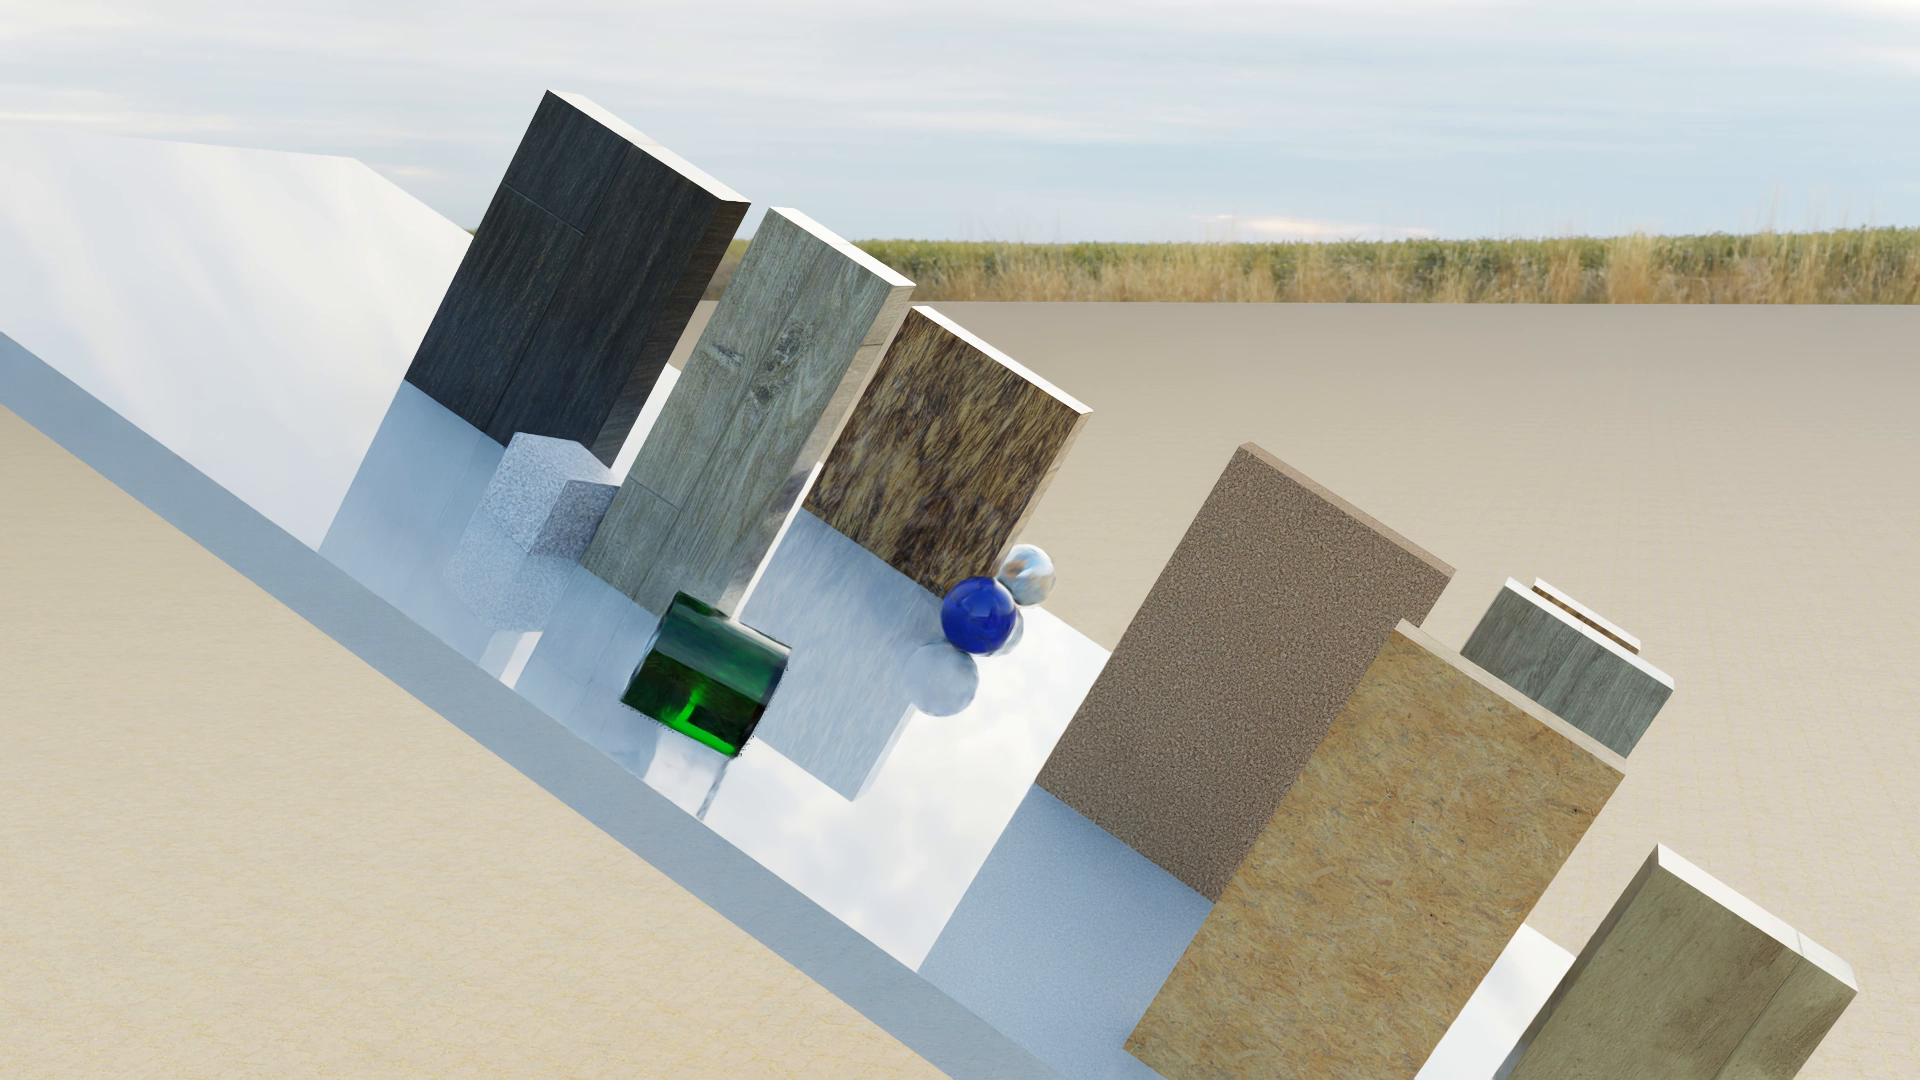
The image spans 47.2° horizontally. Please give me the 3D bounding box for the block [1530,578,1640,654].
[{"bbox_3d":[1.147,0.431,4.672,0.248,0.666,0.120,33,15,11],"label":"block"}]

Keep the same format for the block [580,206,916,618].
[{"bbox_3d":[-0.365,-0.192,3.734,0.251,0.705,0.115,33,15,11],"label":"block"}]

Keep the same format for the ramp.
[{"bbox_3d":[-0.173,0.284,4.122,4.000,0.100,2.000,33,15,11],"label":"ramp"}]

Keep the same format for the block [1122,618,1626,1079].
[{"bbox_3d":[0.579,0.522,3.122,0.360,0.739,0.102,33,15,11],"label":"block"}]

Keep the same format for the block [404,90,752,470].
[{"bbox_3d":[-0.721,-0.466,4.124,0.399,0.619,0.140,33,15,11],"label":"block"}]

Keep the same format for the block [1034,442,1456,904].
[{"bbox_3d":[0.502,0.246,3.924,0.427,0.721,0.119,33,15,11],"label":"block"}]

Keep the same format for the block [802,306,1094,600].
[{"bbox_3d":[-0.031,-0.174,4.725,0.430,0.502,0.110,33,15,11],"label":"block"}]

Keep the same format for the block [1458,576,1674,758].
[{"bbox_3d":[0.981,0.468,4.126,0.349,0.715,0.122,33,15,11],"label":"block"}]

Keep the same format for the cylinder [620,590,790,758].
[{"bbox_3d":[-0.390,0.206,3.375,0.193,0.193,0.193,28,3,-9],"label":"cylinder"}]

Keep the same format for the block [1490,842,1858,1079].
[{"bbox_3d":[0.966,0.793,3.177,0.309,0.634,0.126,33,15,11],"label":"block"}]

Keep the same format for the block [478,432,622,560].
[{"bbox_3d":[-0.700,-0.074,3.789,0.152,0.152,0.152,39,17,30],"label":"block"}]

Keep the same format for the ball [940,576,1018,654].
[{"bbox_3d":[0.038,0.153,4.455,0.157,0.157,0.157,0,7,0],"label":"ball"}]

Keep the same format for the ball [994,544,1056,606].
[{"bbox_3d":[0.145,0.079,4.942,0.140,0.140,0.140,0,7,0],"label":"ball"}]
